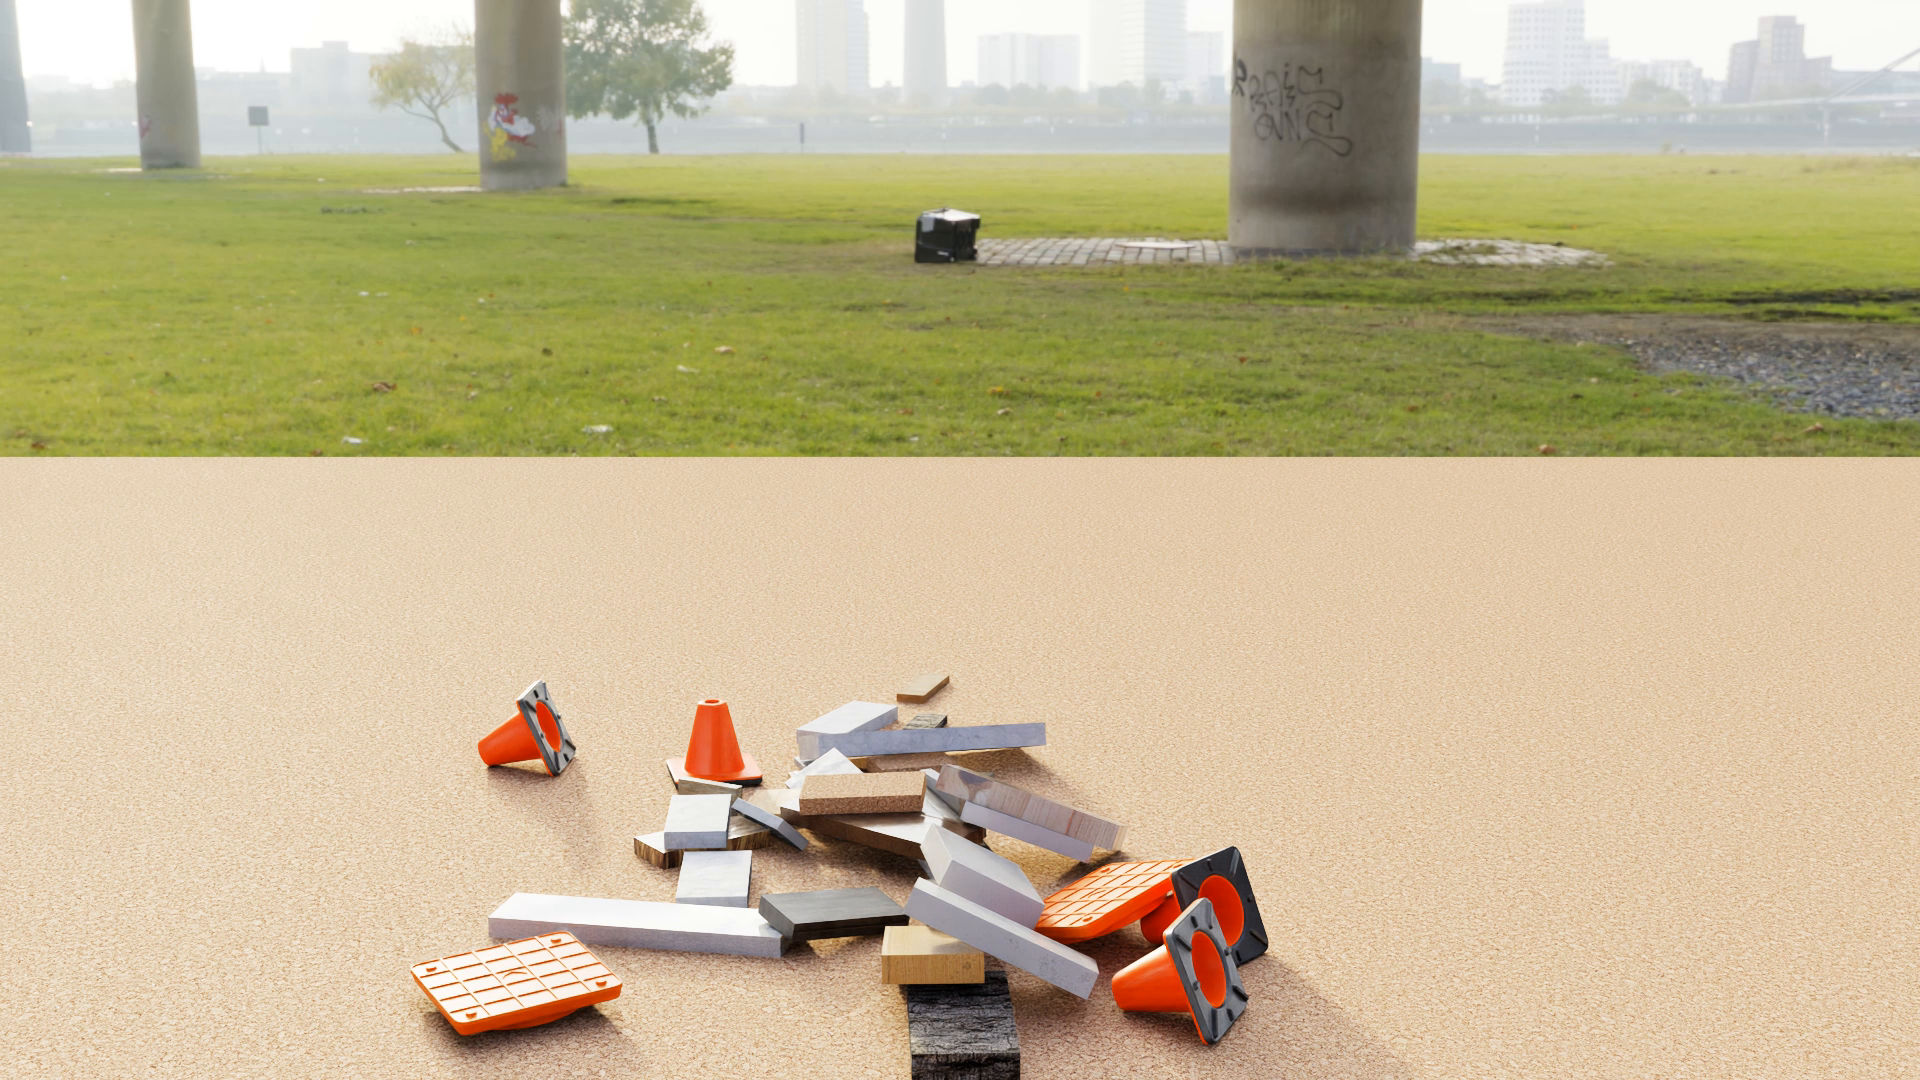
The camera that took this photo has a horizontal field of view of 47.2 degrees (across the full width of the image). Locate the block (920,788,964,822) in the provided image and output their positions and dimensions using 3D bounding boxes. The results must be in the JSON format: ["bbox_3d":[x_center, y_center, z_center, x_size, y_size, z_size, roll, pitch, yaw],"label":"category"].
[{"bbox_3d":[-0.089,0.496,4.000,0.115,0.033,0.230,-8,20,-25],"label":"block"}]

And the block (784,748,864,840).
[{"bbox_3d":[-0.227,0.466,4.047,0.115,0.033,0.230,-34,27,-14],"label":"block"}]

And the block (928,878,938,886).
[{"bbox_3d":[-0.020,0.565,3.572,0.079,0.022,0.157,-1,-6,10],"label":"block"}]

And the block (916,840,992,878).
[{"bbox_3d":[-0.001,0.553,3.780,0.115,0.033,0.230,-3,11,-14],"label":"block"}]

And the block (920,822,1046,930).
[{"bbox_3d":[0.032,0.534,3.504,0.162,0.046,0.323,27,0,-7],"label":"block"}]

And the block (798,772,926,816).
[{"bbox_3d":[-0.171,0.447,3.884,0.215,0.030,0.108,-2,16,4],"label":"block"}]

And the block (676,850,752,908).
[{"bbox_3d":[-0.409,0.572,3.674,0.115,0.033,0.230,-1,11,-3],"label":"block"}]

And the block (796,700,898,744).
[{"bbox_3d":[-0.237,0.390,4.661,0.107,0.030,0.257,5,12,25],"label":"block"}]

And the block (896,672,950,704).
[{"bbox_3d":[-0.083,0.336,4.989,0.064,0.018,0.200,3,11,16],"label":"block"}]

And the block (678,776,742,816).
[{"bbox_3d":[-0.463,0.481,4.077,0.131,0.066,0.019,6,12,28],"label":"block"}]

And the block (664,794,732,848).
[{"bbox_3d":[-0.465,0.499,3.909,0.107,0.030,0.214,-1,11,-3],"label":"block"}]

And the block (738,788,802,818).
[{"bbox_3d":[-0.326,0.487,4.024,0.149,0.021,0.075,-6,29,31],"label":"block"}]

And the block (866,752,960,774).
[{"bbox_3d":[-0.092,0.442,4.298,0.163,0.023,0.081,-2,13,-23],"label":"block"}]

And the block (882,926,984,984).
[{"bbox_3d":[-0.040,0.613,3.260,0.145,0.041,0.291,-1,-2,-1],"label":"block"}]

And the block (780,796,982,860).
[{"bbox_3d":[-0.140,0.494,3.823,0.367,0.030,0.108,9,20,37],"label":"block"}]

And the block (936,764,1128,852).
[{"bbox_3d":[0.127,0.467,3.844,0.323,0.046,0.162,18,-4,12],"label":"block"}]

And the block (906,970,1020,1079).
[{"bbox_3d":[0.001,0.678,3.080,0.145,0.041,0.291,0,11,-3],"label":"block"}]

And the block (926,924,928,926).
[{"bbox_3d":[-0.013,0.589,3.419,0.079,0.022,0.157,-1,-16,1],"label":"block"}]

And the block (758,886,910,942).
[{"bbox_3d":[-0.198,0.589,3.471,0.215,0.030,0.108,2,15,-36],"label":"block"}]

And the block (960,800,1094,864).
[{"bbox_3d":[0.114,0.501,3.791,0.230,0.033,0.115,19,-4,2],"label":"block"}]

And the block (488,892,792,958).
[{"bbox_3d":[-0.499,0.608,3.480,0.476,0.033,0.115,2,11,11],"label":"block"}]

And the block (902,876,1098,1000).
[{"bbox_3d":[0.060,0.580,3.211,0.291,0.041,0.145,25,-2,3],"label":"block"}]

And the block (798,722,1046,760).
[{"bbox_3d":[-0.075,0.402,4.393,0.467,0.046,0.162,-2,-6,-18],"label":"block"}]

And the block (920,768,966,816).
[{"bbox_3d":[-0.028,0.481,4.035,0.023,0.081,0.163,-5,12,-26],"label":"block"}]

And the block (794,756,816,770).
[{"bbox_3d":[-0.295,0.450,4.388,0.047,0.013,0.094,-4,11,-21],"label":"block"}]

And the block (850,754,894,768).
[{"bbox_3d":[-0.192,0.441,4.358,0.129,0.018,0.064,-5,-6,-15],"label":"block"}]

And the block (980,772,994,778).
[{"bbox_3d":[0.035,0.461,4.269,0.050,0.014,0.101,2,-1,10],"label":"block"}]

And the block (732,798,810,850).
[{"bbox_3d":[-0.339,0.507,3.924,0.149,0.021,0.075,15,-25,51],"label":"block"}]

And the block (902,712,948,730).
[{"bbox_3d":[-0.073,0.394,4.674,0.064,0.018,0.129,3,11,14],"label":"block"}]

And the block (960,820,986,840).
[{"bbox_3d":[-0.073,0.506,3.860,0.233,0.021,0.075,6,19,31],"label":"block"}]

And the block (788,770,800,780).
[{"bbox_3d":[-0.303,0.469,4.284,0.047,0.013,0.094,-3,11,-16],"label":"block"}]

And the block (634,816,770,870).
[{"bbox_3d":[-0.455,0.534,3.889,0.214,0.030,0.107,-8,13,-36],"label":"block"}]
